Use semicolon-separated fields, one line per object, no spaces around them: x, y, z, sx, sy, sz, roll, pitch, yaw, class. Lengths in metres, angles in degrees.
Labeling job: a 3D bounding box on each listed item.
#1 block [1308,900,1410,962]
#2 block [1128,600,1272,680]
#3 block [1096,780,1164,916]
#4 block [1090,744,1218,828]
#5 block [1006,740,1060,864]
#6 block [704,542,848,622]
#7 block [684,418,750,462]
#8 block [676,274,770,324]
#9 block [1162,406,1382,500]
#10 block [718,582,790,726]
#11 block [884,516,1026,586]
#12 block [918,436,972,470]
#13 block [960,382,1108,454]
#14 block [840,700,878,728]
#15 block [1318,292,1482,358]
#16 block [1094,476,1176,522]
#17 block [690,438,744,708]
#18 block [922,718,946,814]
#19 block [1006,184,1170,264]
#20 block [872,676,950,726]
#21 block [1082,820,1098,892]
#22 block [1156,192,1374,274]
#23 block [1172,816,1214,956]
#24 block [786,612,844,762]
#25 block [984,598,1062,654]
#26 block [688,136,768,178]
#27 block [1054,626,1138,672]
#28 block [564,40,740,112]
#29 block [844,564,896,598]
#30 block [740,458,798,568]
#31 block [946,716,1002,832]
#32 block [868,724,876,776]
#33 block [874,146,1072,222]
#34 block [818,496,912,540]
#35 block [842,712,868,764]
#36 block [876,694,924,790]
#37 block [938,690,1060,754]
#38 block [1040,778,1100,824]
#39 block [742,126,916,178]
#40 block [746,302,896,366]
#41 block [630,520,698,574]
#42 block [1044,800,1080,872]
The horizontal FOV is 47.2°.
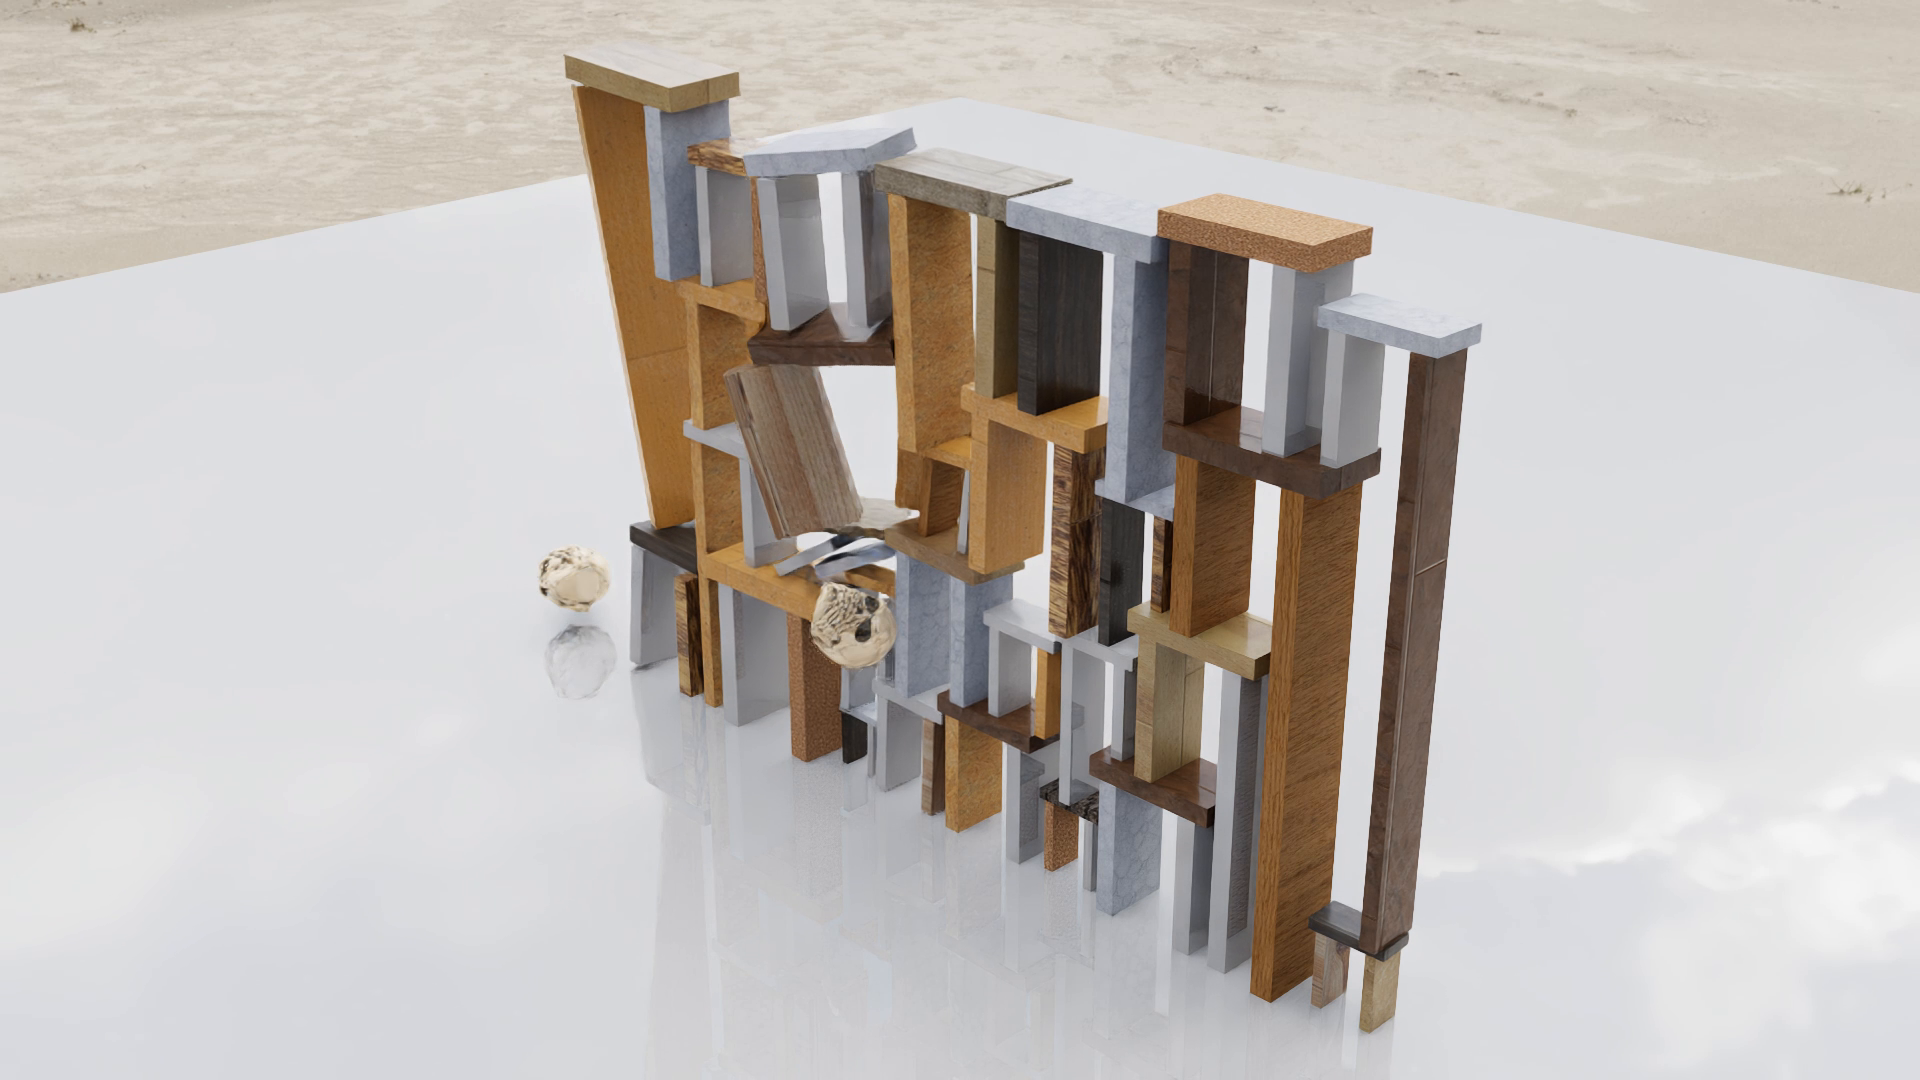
0.682;0.669;3.765;0.153;0.022;0.076;20;30;39;block
0.442;0.160;3.809;0.280;0.040;0.140;21;31;41;block
0.318;0.551;4.108;0.039;0.276;0.138;21;31;41;block
0.383;0.431;3.986;0.276;0.039;0.138;21;31;41;block
0.146;0.493;4.278;0.126;0.251;0.036;-21;31;-41;block
-0.362;0.077;4.645;0.340;0.048;0.170;20;30;39;block
-0.461;-0.220;4.630;0.119;0.034;0.239;-21;30;-40;block
-0.437;-0.504;4.491;0.279;0.040;0.139;21;31;40;block
0.508;-0.150;3.604;0.323;0.046;0.162;21;31;41;block
-0.440;0.222;4.803;0.170;0.340;0.048;-21;31;-41;block
-0.012;0.015;4.264;0.132;0.037;0.264;-17;29;-38;block
0.005;-0.168;4.170;0.169;0.024;0.085;19;30;41;block
0.165;-0.235;3.958;0.155;0.044;0.310;-20;31;-39;block
-0.191;0.357;4.597;0.059;0.017;0.117;-19;30;-41;block
0.670;-0.329;3.357;0.111;0.031;0.222;-21;30;-40;block
0.332;-0.080;3.835;0.089;0.025;0.178;-21;31;-40;block
-0.515;0.062;4.811;0.119;0.627;0.034;-21;31;-41;block
-0.028;0.442;4.449;0.103;0.207;0.029;-18;29;-41;block
0.252;-0.537;3.719;0.163;0.046;0.327;-21;31;-40;block
-0.071;0.312;4.452;0.104;0.029;0.207;-18;29;-41;block
0.268;0.587;4.185;0.021;0.150;0.075;21;31;41;block
0.482;-0.491;3.498;0.155;0.044;0.310;-21;31;-40;block
0.449;0.602;3.988;0.039;0.276;0.138;21;31;41;block
-0.280;0.285;4.653;0.170;0.340;0.048;-20;30;-39;block
0.142;0.161;4.141;0.092;0.026;0.184;-20;30;-40;block
-0.411;-0.755;4.352;0.247;0.035;0.123;20;30;40;block
0.274;0.185;4.004;0.094;0.027;0.187;-21;31;-41;block
-0.631;-0.951;4.495;0.177;0.050;0.354;-24;36;-39;block
-0.146;0.086;4.498;0.162;0.023;0.081;17;21;31;block
-0.402;-0.071;4.628;0.119;0.238;0.034;-21;29;-40;block
0.028;0.446;4.387;0.126;0.251;0.036;-21;31;-40;block
-0.166;0.430;4.596;0.059;0.117;0.017;-20;30;-41;block
0.022;-0.638;3.934;0.331;0.047;0.166;21;32;39;block
-0.202;-0.047;4.492;0.188;0.027;0.094;7;42;9;block
-0.222;0.409;4.647;0.017;0.117;0.058;21;31;40;block
-0.124;0.403;4.540;0.103;0.207;0.029;-18;29;-41;block
0.088;0.337;4.277;0.126;0.036;0.251;-21;31;-40;block
0.232;0.494;4.185;0.150;0.021;0.075;21;31;41;block
-0.244;-0.725;4.108;0.297;0.042;0.148;4;26;37;block
-0.221;-0.400;4.257;0.355;0.050;0.177;4;32;36;block
-0.605;0.011;4.952;0.141;0.040;0.282;-14;26;-41;block
0.197;0.559;4.251;0.021;0.150;0.075;21;31;41;block
